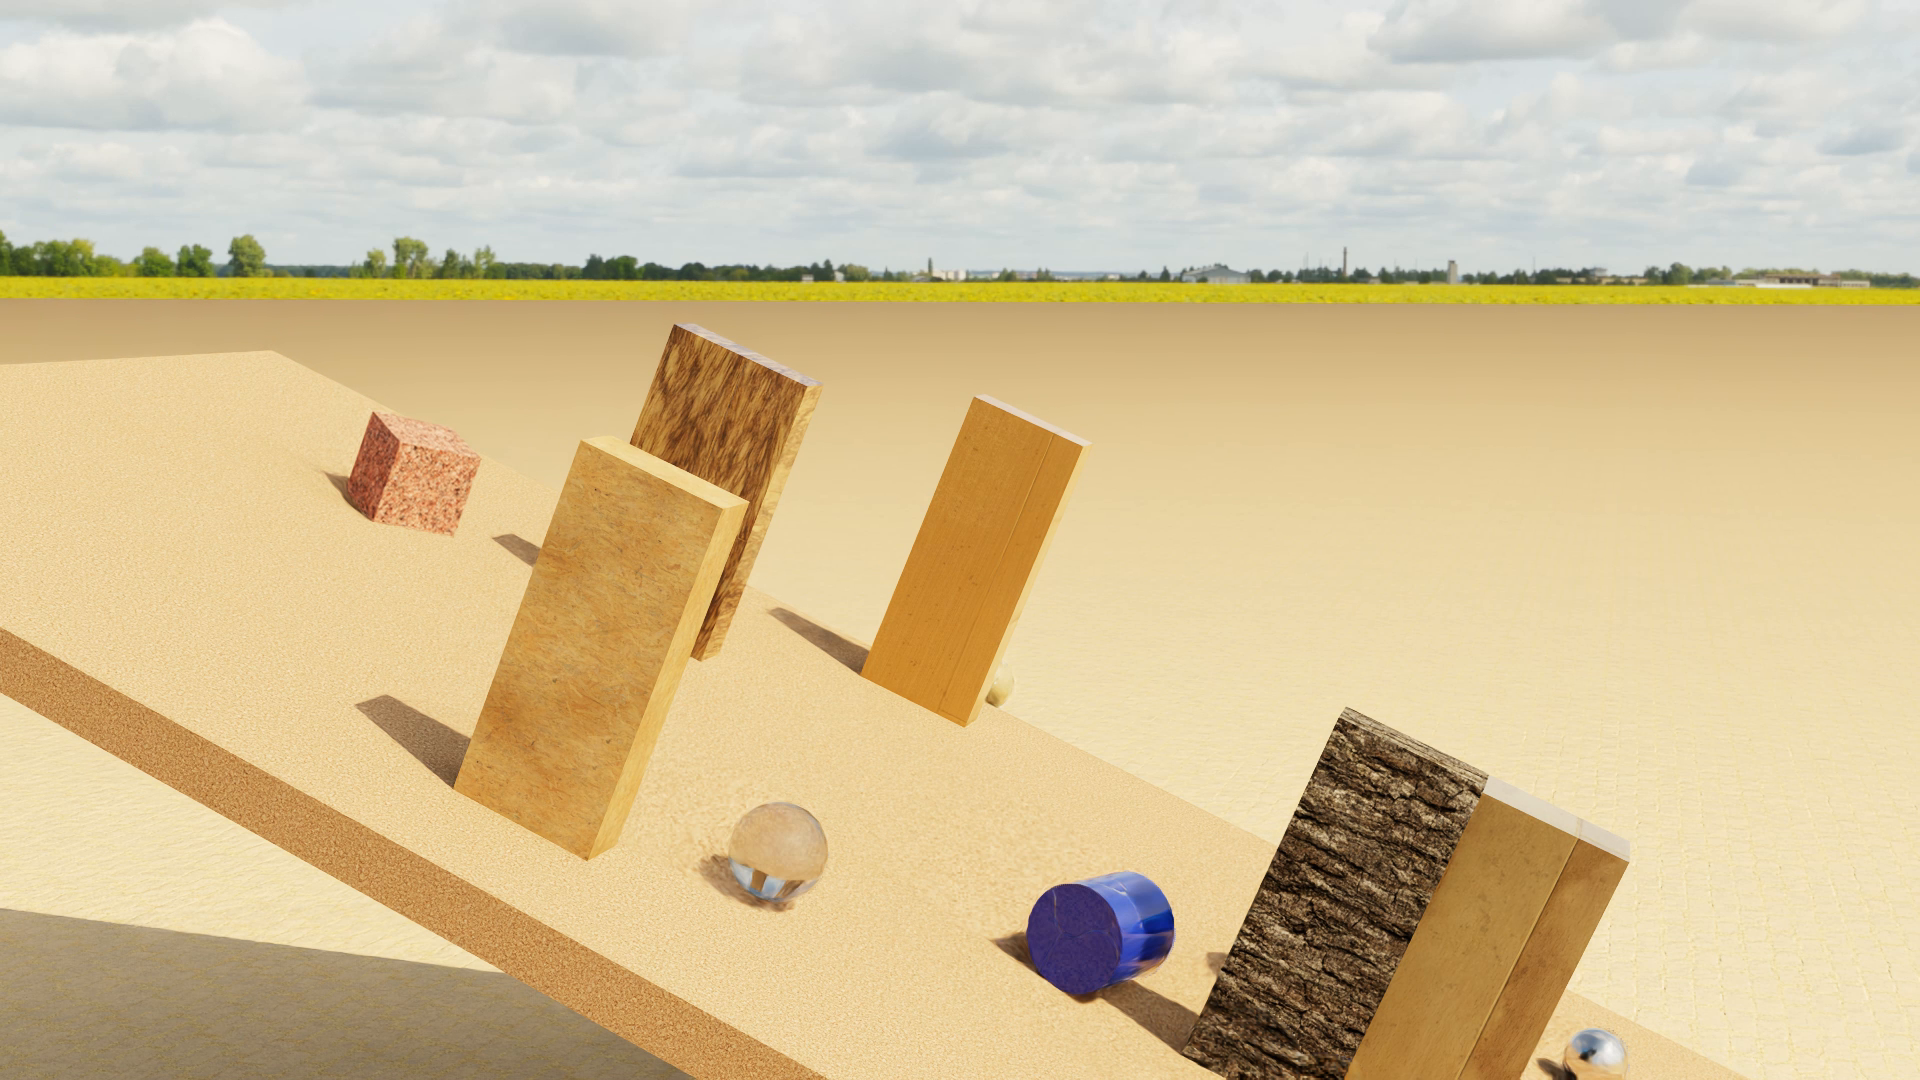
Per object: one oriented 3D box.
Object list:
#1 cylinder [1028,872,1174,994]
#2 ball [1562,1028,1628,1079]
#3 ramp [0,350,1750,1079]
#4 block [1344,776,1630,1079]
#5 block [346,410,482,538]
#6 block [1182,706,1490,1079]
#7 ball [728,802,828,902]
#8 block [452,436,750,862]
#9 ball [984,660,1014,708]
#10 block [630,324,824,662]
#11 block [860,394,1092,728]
[{"bbox_3d":[0.244,0.675,3.797,0.187,0.187,0.187,5,2,33],"label":"cylinder"},{"bbox_3d":[1.230,1.006,4.256,0.122,0.122,0.122,0,7,0],"label":"ball"},{"bbox_3d":[-0.295,0.516,4.188,4.000,0.100,2.000,25,13,13],"label":"ramp"},{"bbox_3d":[0.897,0.727,3.805,0.283,0.579,0.142,25,13,13],"label":"block"},{"bbox_3d":[-1.177,-0.142,4.731,0.186,0.186,0.186,12,16,-38],"label":"block"},{"bbox_3d":[0.614,0.621,3.622,0.253,0.641,0.094,25,13,13],"label":"block"},{"bbox_3d":[-0.298,0.512,3.611,0.164,0.164,0.164,0,7,0],"label":"ball"},{"bbox_3d":[-0.575,0.172,3.501,0.258,0.619,0.105,25,13,13],"label":"block"},{"bbox_3d":[0.060,0.337,5.216,0.134,0.134,0.134,0,7,0],"label":"ball"},{"bbox_3d":[-0.553,-0.101,4.614,0.319,0.629,0.095,25,13,13],"label":"block"},{"bbox_3d":[0.033,0.047,4.871,0.267,0.685,0.090,25,13,13],"label":"block"}]
